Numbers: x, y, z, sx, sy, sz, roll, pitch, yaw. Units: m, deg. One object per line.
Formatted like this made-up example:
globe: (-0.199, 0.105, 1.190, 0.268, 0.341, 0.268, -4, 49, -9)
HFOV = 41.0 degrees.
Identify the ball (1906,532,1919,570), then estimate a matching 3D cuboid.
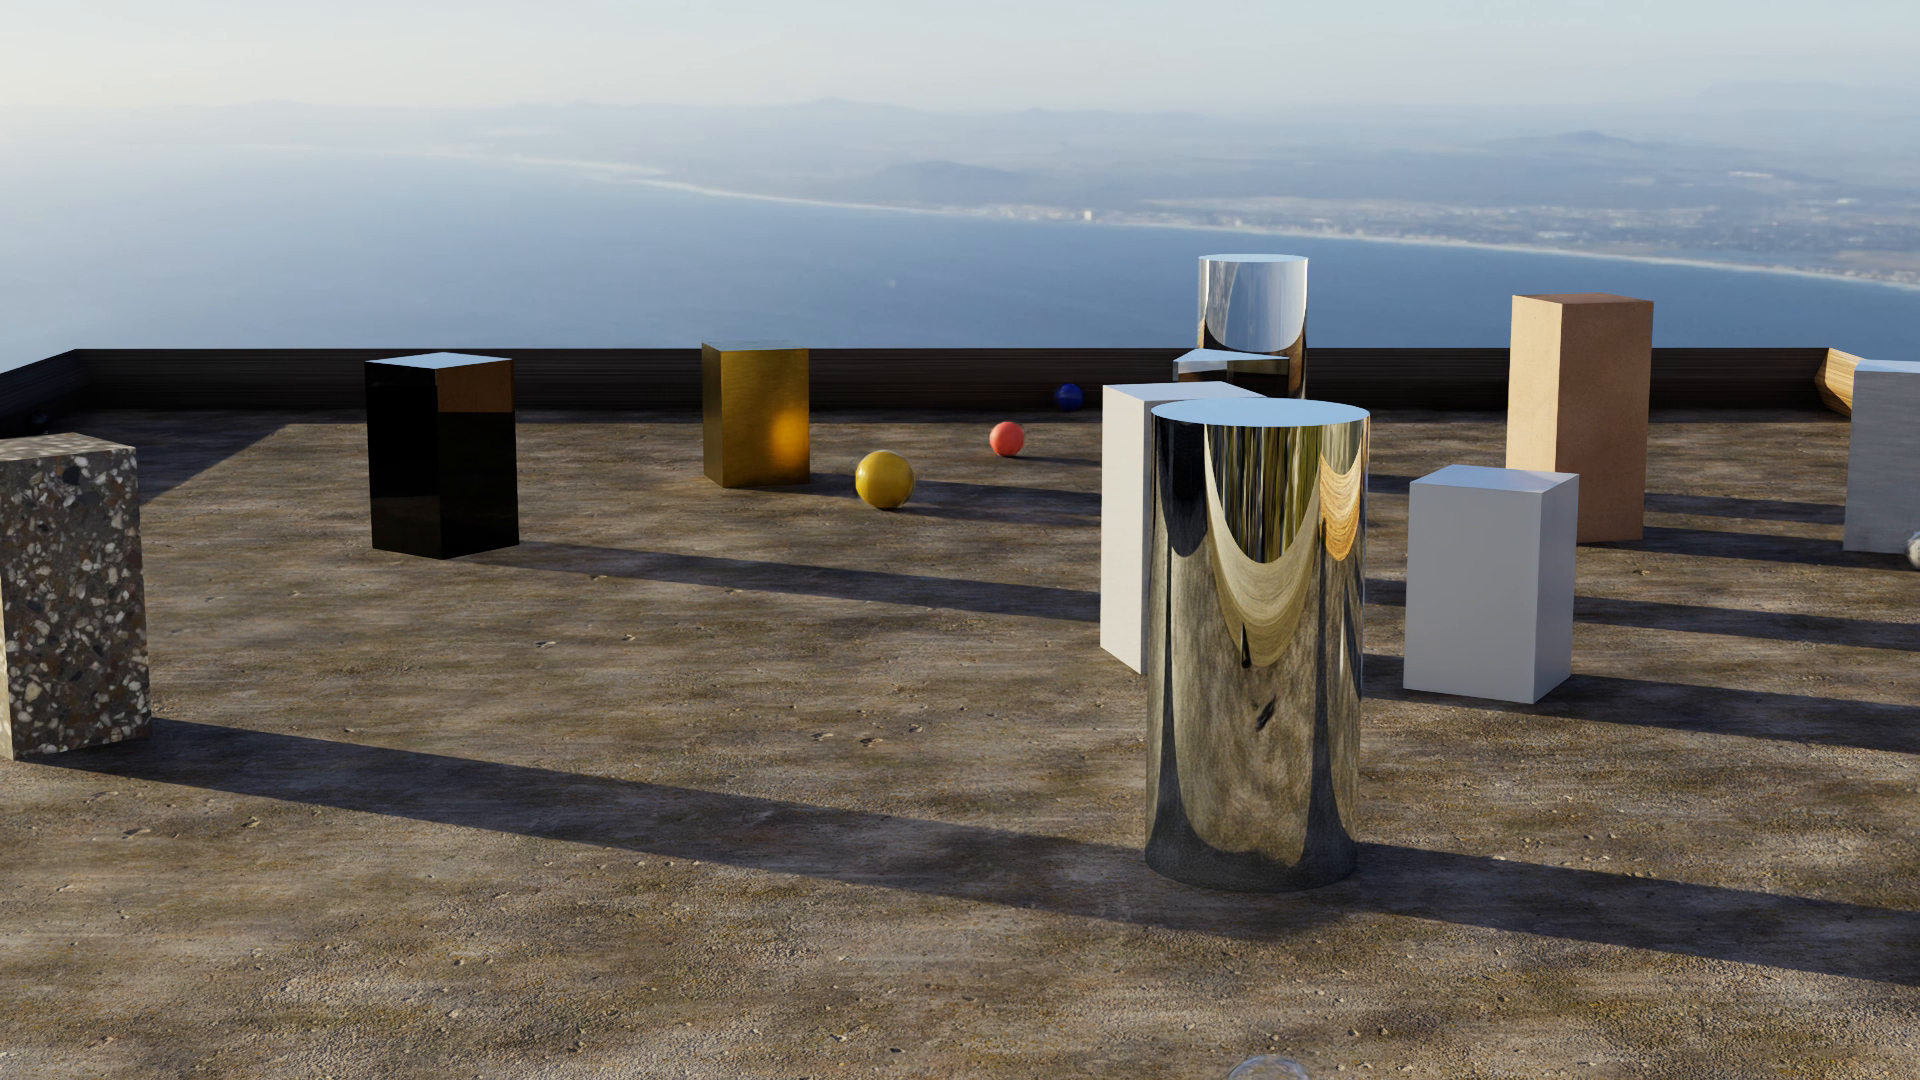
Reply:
ball: (1.408, 0.015, 3.735, 0.059, 0.059, 0.059, 0, 11, 0)

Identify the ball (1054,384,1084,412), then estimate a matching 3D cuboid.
ball: (0.230, -0.302, 5.441, 0.061, 0.061, 0.061, 0, 11, 0)

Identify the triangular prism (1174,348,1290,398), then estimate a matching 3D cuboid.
triangular prism: (0.364, -0.108, 3.688, 0.169, 0.319, 0.146, -3, 11, -13)

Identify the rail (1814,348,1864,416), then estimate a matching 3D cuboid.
rail: (1.852, 0.031, 3.459, 0.045, 0.127, 4.160, 0, 11, 0)

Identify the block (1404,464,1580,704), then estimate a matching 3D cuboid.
block: (0.630, 0.049, 3.041, 0.156, 0.247, 0.156, 6, 12, 28)

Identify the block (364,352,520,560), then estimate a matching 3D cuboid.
block: (-0.786, -0.131, 3.898, 0.156, 0.286, 0.156, 8, 13, 36)

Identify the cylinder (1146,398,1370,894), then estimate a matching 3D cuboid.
cylinder: (0.269, 0.091, 2.341, 0.195, 0.419, 0.195, 0, 11, 0)

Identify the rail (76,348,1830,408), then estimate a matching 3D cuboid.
rail: (-0.012, -0.342, 5.471, 3.752, 0.127, 0.045, 0, 11, 0)

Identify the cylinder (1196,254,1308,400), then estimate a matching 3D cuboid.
cylinder: (0.520, -0.309, 4.578, 0.195, 0.388, 0.195, 0, 11, 0)

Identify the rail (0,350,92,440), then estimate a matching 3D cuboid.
rail: (-1.852, 0.035, 3.438, 0.045, 0.127, 4.160, 0, 11, 0)

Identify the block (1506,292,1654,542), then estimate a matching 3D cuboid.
block: (0.963, -0.193, 4.004, 0.156, 0.369, 0.156, -3, 11, -16)

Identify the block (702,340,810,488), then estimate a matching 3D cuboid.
block: (-0.362, -0.226, 4.541, 0.156, 0.239, 0.156, -3, 11, -18)

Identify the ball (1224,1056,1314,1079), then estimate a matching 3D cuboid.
ball: (0.207, 0.382, 1.718, 0.073, 0.073, 0.073, 0, 11, 0)

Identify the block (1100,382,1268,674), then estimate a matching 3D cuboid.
block: (0.274, -0.019, 3.168, 0.156, 0.333, 0.156, -3, 11, -15)

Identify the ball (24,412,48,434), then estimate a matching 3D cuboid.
ball: (-1.838, -0.232, 5.102, 0.046, 0.046, 0.046, 0, 11, 0)

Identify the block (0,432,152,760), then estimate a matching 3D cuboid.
block: (-0.999, 0.056, 2.798, 0.156, 0.319, 0.156, -9, 14, -42)

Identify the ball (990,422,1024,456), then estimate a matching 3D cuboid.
ball: (0.089, -0.189, 4.818, 0.065, 0.065, 0.065, 0, 11, 0)

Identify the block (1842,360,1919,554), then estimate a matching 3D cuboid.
block: (1.442, -0.127, 3.912, 0.156, 0.274, 0.156, 4, 11, 22)

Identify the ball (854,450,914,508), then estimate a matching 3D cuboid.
ball: (-0.126, -0.100, 4.252, 0.098, 0.098, 0.098, 0, 11, 0)
